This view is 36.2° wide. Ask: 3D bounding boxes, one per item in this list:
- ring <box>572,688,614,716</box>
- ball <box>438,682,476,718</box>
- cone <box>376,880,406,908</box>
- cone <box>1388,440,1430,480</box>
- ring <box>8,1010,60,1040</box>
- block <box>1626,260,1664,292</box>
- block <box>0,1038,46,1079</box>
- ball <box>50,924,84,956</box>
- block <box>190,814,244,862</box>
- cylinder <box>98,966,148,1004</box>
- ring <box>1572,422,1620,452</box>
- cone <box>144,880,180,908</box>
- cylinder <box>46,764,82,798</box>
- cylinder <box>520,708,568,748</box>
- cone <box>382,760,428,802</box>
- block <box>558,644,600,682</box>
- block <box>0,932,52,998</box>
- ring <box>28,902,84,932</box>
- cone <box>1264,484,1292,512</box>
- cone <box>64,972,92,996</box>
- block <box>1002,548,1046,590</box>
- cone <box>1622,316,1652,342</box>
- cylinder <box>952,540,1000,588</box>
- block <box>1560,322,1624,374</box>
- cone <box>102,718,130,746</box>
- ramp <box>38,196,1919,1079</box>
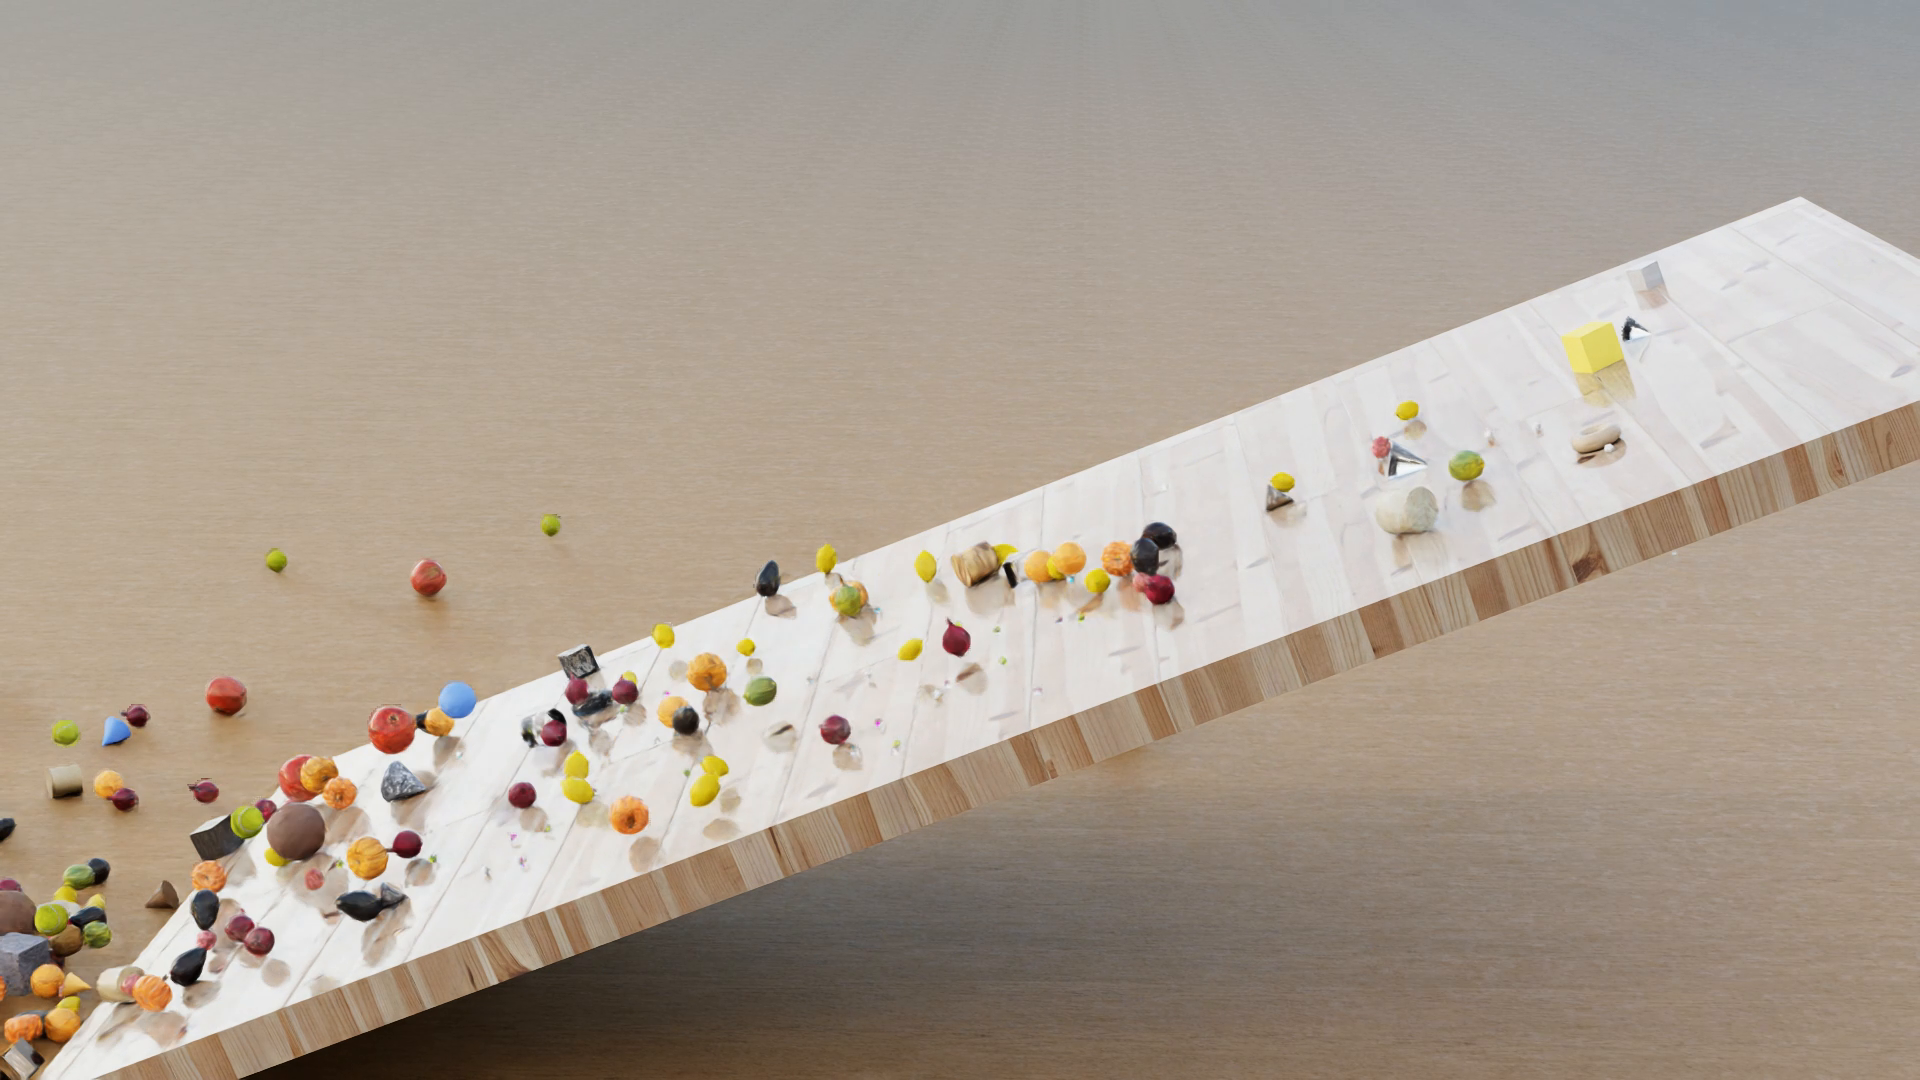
[{"bbox_3d":[-0.852,0.377,6.833,0.107,0.036,0.107,-22,11,4],"label":"ring"},{"bbox_3d":[-1.164,0.372,6.817,0.085,0.085,0.085,0,14,0],"label":"ball"},{"bbox_3d":[-1.132,0.714,5.889,0.057,0.057,0.057,13,9,-21],"label":"cone"},{"bbox_3d":[0.917,-0.157,5.975,0.082,0.082,0.082,8,15,11],"label":"cone"},{"bbox_3d":[-1.930,1.011,6.134,0.104,0.035,0.104,0,15,0],"label":"ring"},{"bbox_3d":[1.566,-0.603,6.721,0.052,0.052,0.052,-28,13,-23],"label":"block"},{"bbox_3d":[-1.872,1.042,5.828,0.067,0.067,0.067,-36,11,30],"label":"block"},{"bbox_3d":[-1.953,0.874,6.429,0.071,0.071,0.071,0,14,0],"label":"ball"},{"bbox_3d":[-1.750,0.703,6.929,0.075,0.075,0.075,-17,14,30],"label":"block"},{"bbox_3d":[-1.700,0.903,5.972,0.072,0.072,0.072,-12,3,41],"label":"cylinder"},{"bbox_3d":[1.215,-0.196,5.620,0.098,0.033,0.098,-22,11,4],"label":"ring"},{"bbox_3d":[-1.866,0.839,6.835,0.072,0.072,0.072,-26,12,6],"label":"cone"},{"bbox_3d":[-2.320,0.625,7.617,0.076,0.076,0.076,-8,16,-29],"label":"cylinder"},{"bbox_3d":[-0.945,0.428,6.679,0.076,0.076,0.076,-15,4,32],"label":"cylinder"},{"bbox_3d":[-1.256,0.563,6.729,0.097,0.097,0.097,12,17,20],"label":"cone"},{"bbox_3d":[-0.940,0.302,7.244,0.066,0.066,0.066,-27,13,-22],"label":"block"},{"bbox_3d":[-2.044,0.919,6.369,0.100,0.100,0.100,5,15,21],"label":"block"},{"bbox_3d":[-2.068,0.861,6.731,0.122,0.041,0.122,0,15,0],"label":"ring"},{"bbox_3d":[0.668,-0.085,6.136,0.058,0.058,0.058,5,14,0],"label":"cone"},{"bbox_3d":[-1.864,0.946,6.231,0.054,0.054,0.054,10,14,-2],"label":"cone"},{"bbox_3d":[0.139,0.062,6.363,0.061,0.061,0.061,-15,14,31],"label":"block"},{"bbox_3d":[1.455,-0.446,6.297,0.057,0.057,0.057,15,19,25],"label":"cone"},{"bbox_3d":[0.035,0.053,6.545,0.079,0.079,0.079,-27,24,-21],"label":"cylinder"},{"bbox_3d":[1.335,-0.407,6.207,0.081,0.081,0.081,-26,12,-14],"label":"block"},{"bbox_3d":[-2.325,0.540,8.049,0.078,0.078,0.078,6,42,23],"label":"cone"},{"bbox_3d":[0.123,0.173,6.291,4.000,0.100,2.000,-21,12,7],"label":"ramp"}]
